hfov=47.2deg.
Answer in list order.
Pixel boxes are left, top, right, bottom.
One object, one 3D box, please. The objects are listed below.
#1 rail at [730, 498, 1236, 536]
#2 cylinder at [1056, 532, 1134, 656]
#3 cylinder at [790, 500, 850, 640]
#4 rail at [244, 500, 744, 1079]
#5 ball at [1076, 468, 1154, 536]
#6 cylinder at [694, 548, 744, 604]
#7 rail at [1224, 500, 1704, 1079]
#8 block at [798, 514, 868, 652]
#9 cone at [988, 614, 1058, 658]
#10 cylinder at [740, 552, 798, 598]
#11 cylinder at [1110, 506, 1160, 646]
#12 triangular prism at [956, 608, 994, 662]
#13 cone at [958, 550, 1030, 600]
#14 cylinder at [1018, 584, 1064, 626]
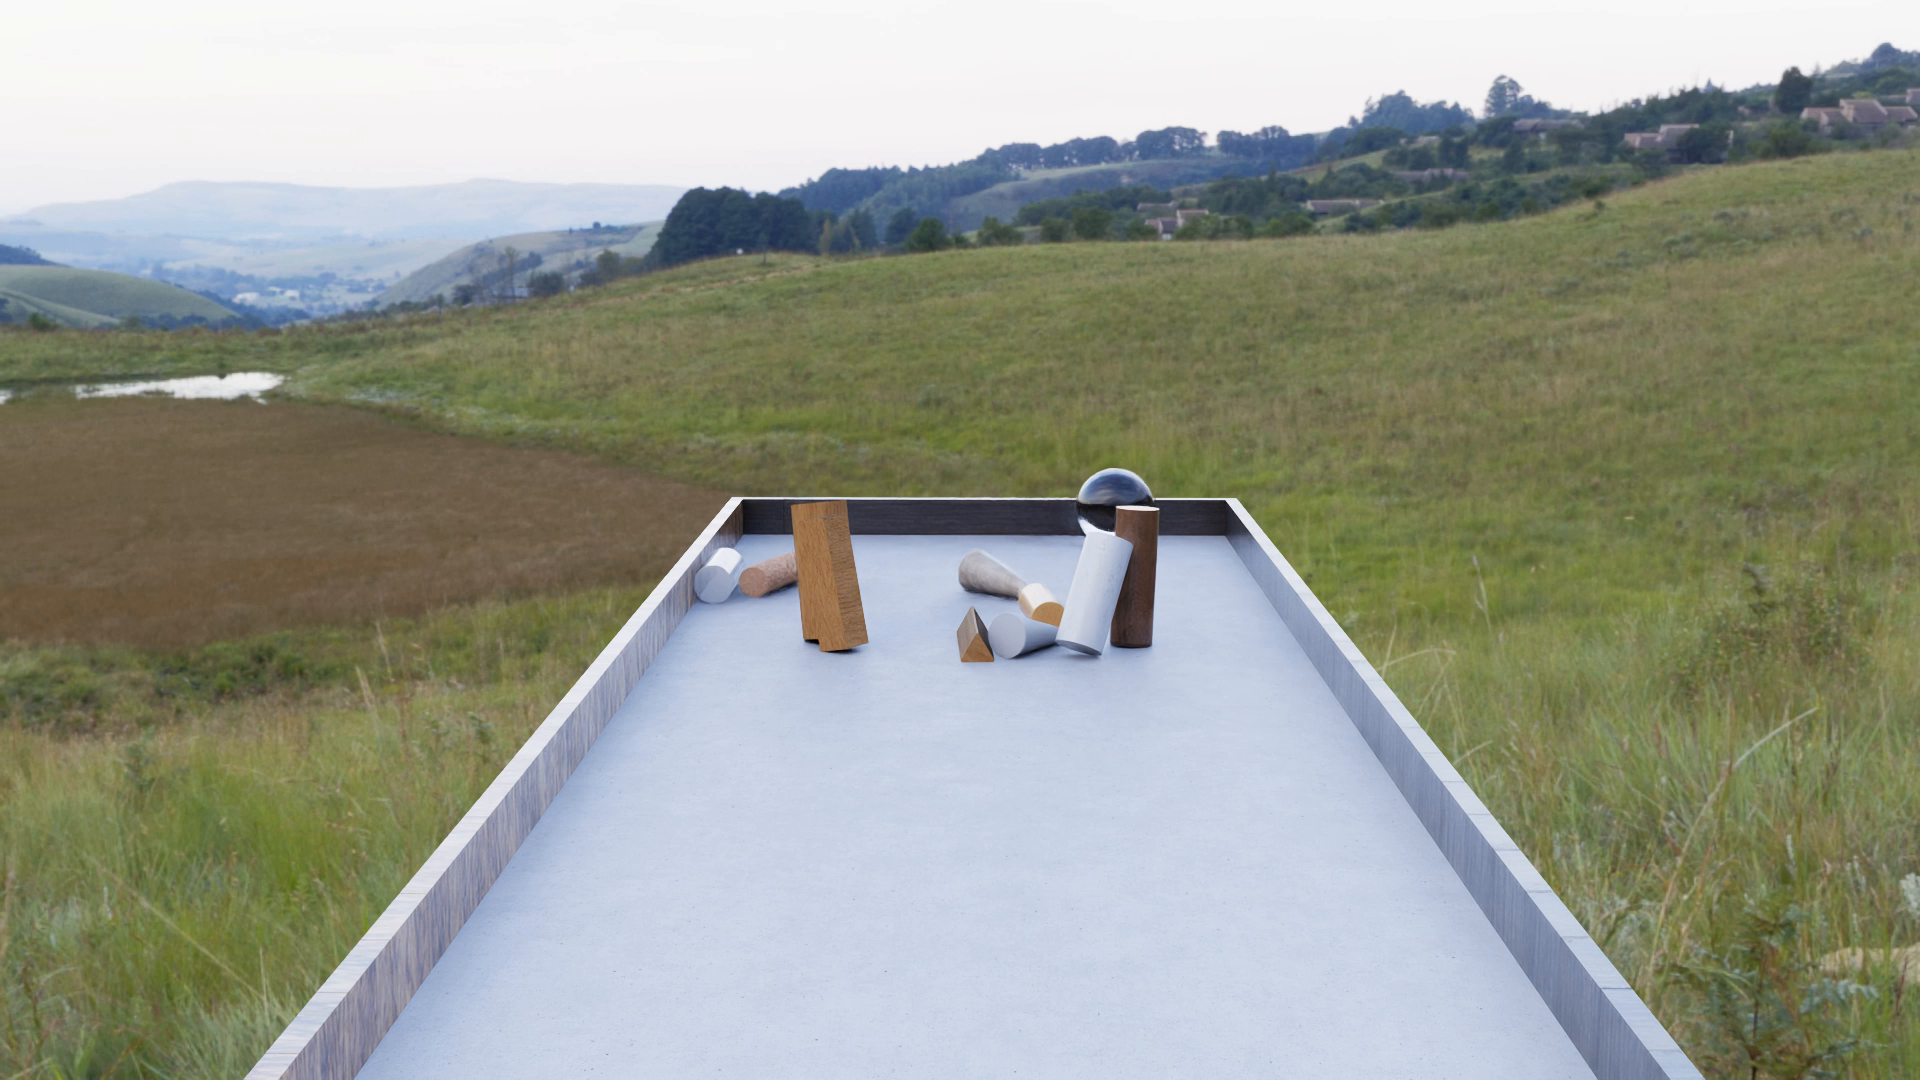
[{"bbox_3d":[0.099,-0.098,9.147,2.100,0.150,0.050,0,9,1],"label":"rail"},{"bbox_3d":[0.412,0.164,6.754,0.150,0.352,0.150,16,-12,3],"label":"cylinder"},{"bbox_3d":[-0.429,0.093,6.984,0.179,0.426,0.179,-5,1,0],"label":"cylinder"},{"bbox_3d":[-1.004,0.839,3.234,0.050,0.150,12.000,0,9,1],"label":"rail"},{"bbox_3d":[0.622,-0.130,8.824,0.315,0.315,0.315,0,9,0],"label":"ball"},{"bbox_3d":[-0.851,0.125,7.789,0.136,0.136,0.374,0,9,1],"label":"cylinder"},{"bbox_3d":[1.046,0.843,3.208,0.050,0.150,12.000,0,9,1],"label":"rail"},{"bbox_3d":[-0.392,0.131,6.822,0.108,0.410,0.108,-8,3,38],"label":"block"},{"bbox_3d":[0.273,0.298,6.910,0.137,0.137,0.452,6,2,35],"label":"cone"},{"bbox_3d":[-0.655,0.119,7.904,0.110,0.110,0.406,3,10,20],"label":"cylinder"},{"bbox_3d":[0.548,0.113,6.905,0.135,0.429,0.135,2,7,0],"label":"cylinder"},{"bbox_3d":[0.046,0.290,6.883,0.101,0.087,0.447,-1,9,-2],"label":"triangular prism"},{"bbox_3d":[0.202,0.169,7.700,0.154,0.154,0.455,-8,22,-43],"label":"cone"},{"bbox_3d":[0.270,0.230,7.174,0.119,0.119,0.340,-1,9,-6],"label":"cylinder"}]
